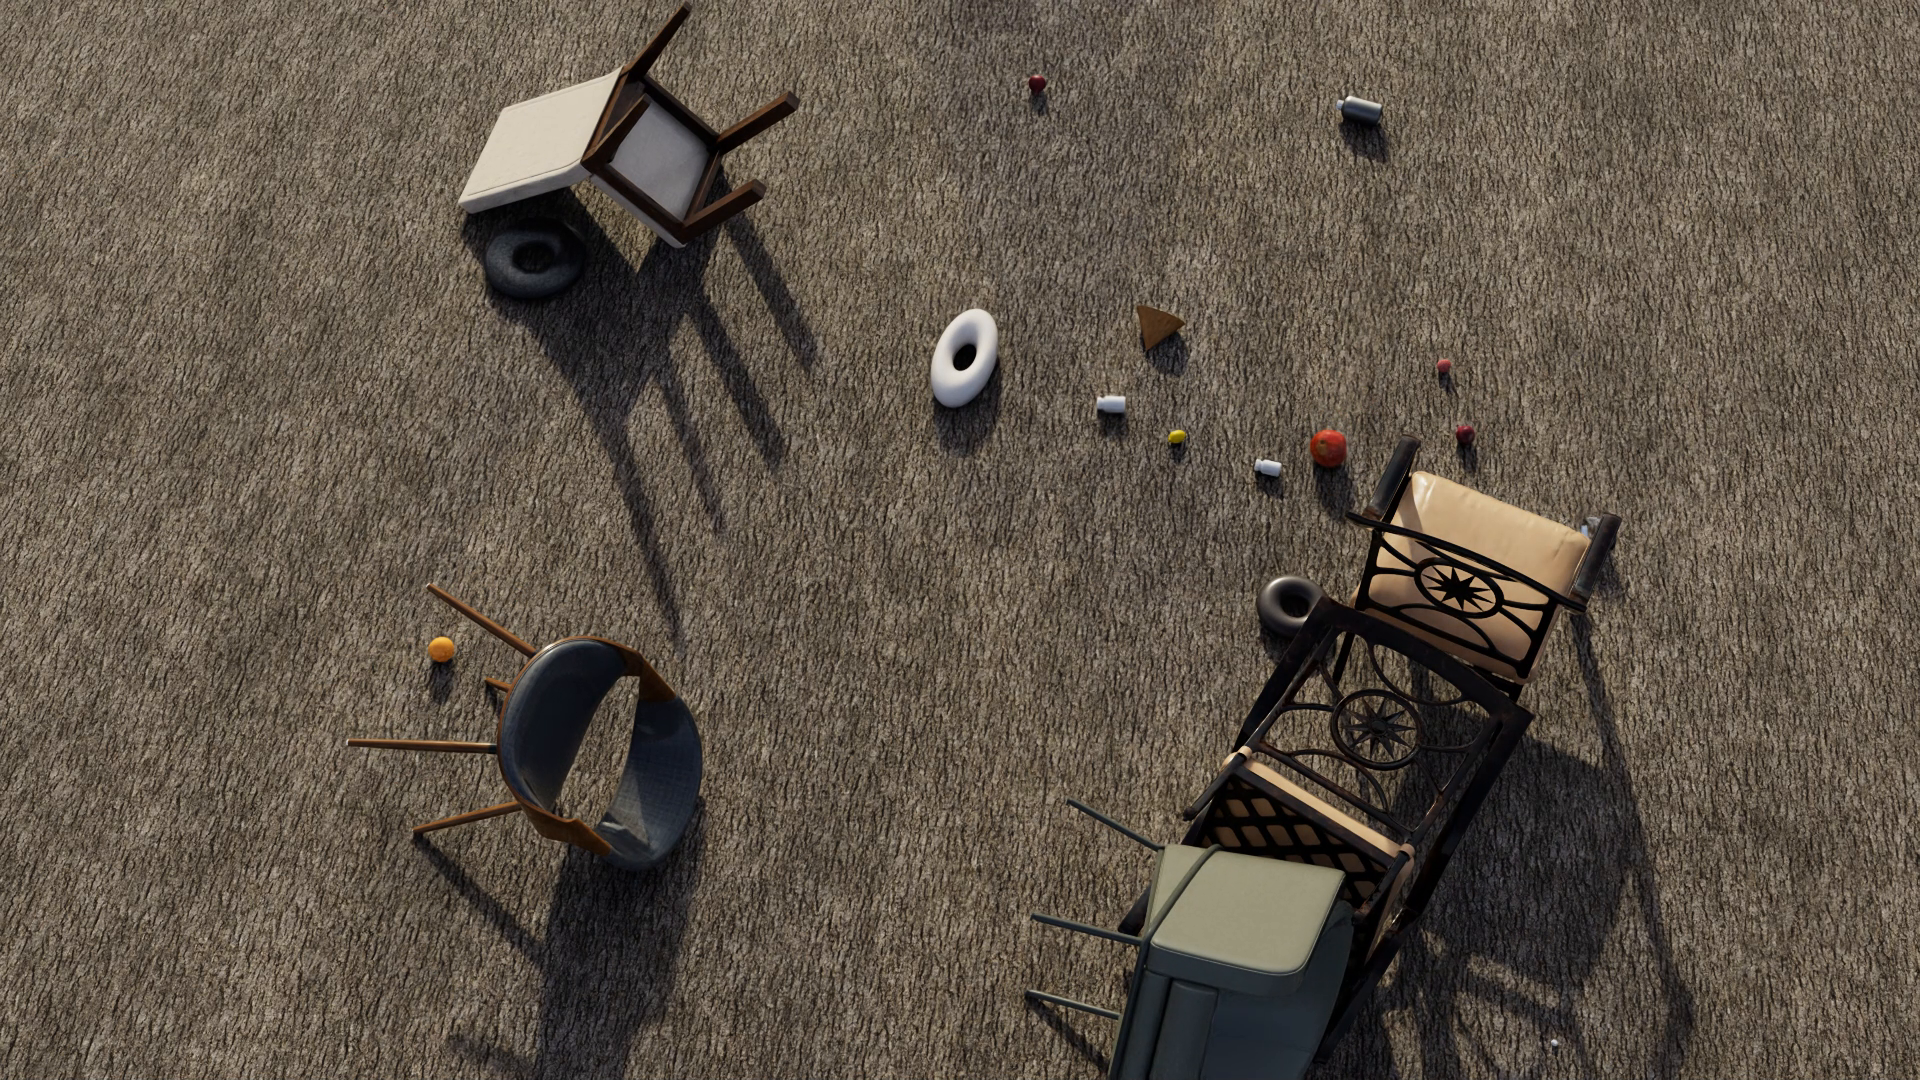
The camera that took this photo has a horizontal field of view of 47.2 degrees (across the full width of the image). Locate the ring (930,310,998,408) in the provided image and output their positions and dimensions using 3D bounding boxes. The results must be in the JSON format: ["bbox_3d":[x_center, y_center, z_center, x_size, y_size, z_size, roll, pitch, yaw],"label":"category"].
[{"bbox_3d":[0.015,-0.572,6.900,0.194,0.097,0.383,14,58,8],"label":"ring"}]

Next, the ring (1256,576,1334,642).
[{"bbox_3d":[0.975,0.198,6.406,0.228,0.060,0.217,34,62,20],"label":"ring"}]

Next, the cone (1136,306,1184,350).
[{"bbox_3d":[0.615,-0.657,6.989,0.166,0.092,0.128,20,78,11],"label":"cone"}]

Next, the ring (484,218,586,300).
[{"bbox_3d":[-1.383,-0.918,7.159,0.330,0.054,0.352,9,56,5],"label":"ring"}]
